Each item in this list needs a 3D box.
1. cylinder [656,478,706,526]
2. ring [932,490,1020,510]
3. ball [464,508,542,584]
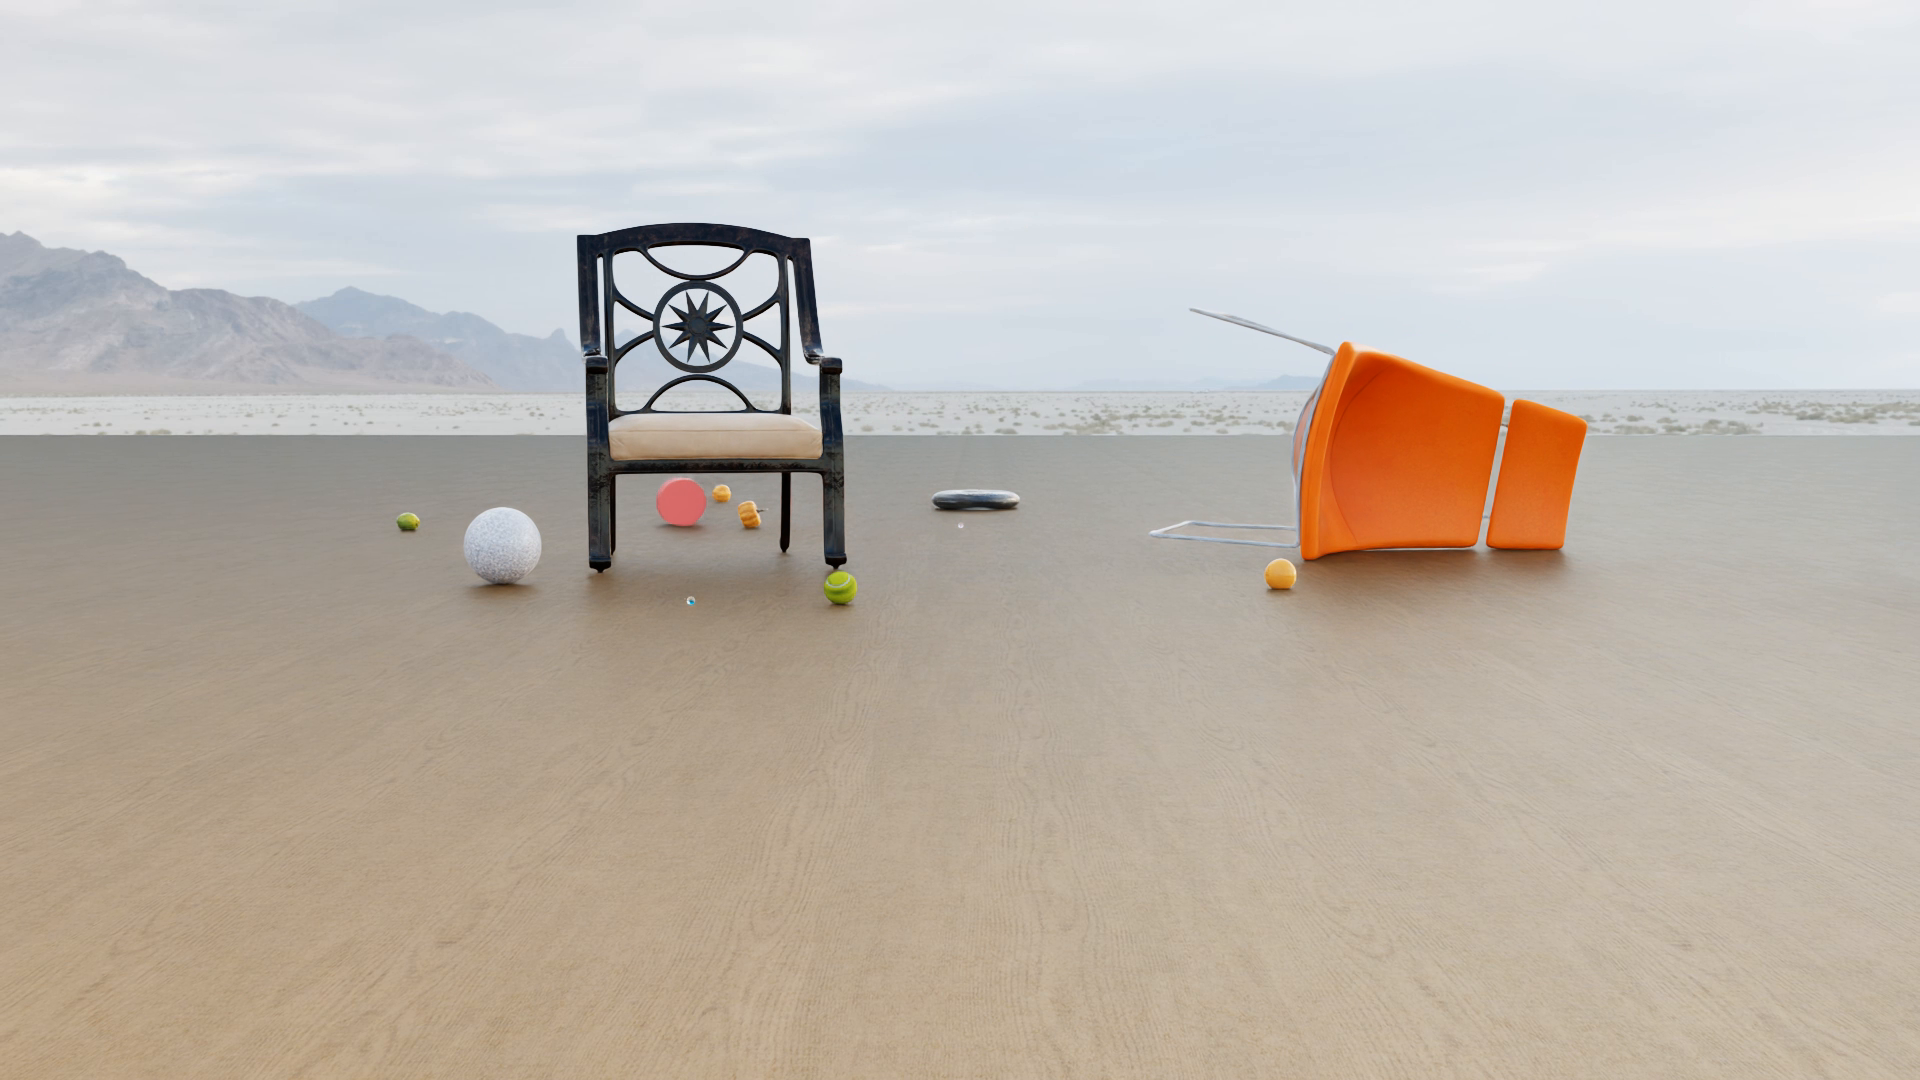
[{"bbox_3d":[-0.926,-0.129,7.298,0.158,0.152,0.190,-33,9,-6],"label":"cylinder"},{"bbox_3d":[0.060,-0.153,8.301,0.314,0.066,0.389,3,4,30],"label":"ring"},{"bbox_3d":[-1.054,0.013,5.067,0.177,0.177,0.177,0,4,0],"label":"ball"}]
